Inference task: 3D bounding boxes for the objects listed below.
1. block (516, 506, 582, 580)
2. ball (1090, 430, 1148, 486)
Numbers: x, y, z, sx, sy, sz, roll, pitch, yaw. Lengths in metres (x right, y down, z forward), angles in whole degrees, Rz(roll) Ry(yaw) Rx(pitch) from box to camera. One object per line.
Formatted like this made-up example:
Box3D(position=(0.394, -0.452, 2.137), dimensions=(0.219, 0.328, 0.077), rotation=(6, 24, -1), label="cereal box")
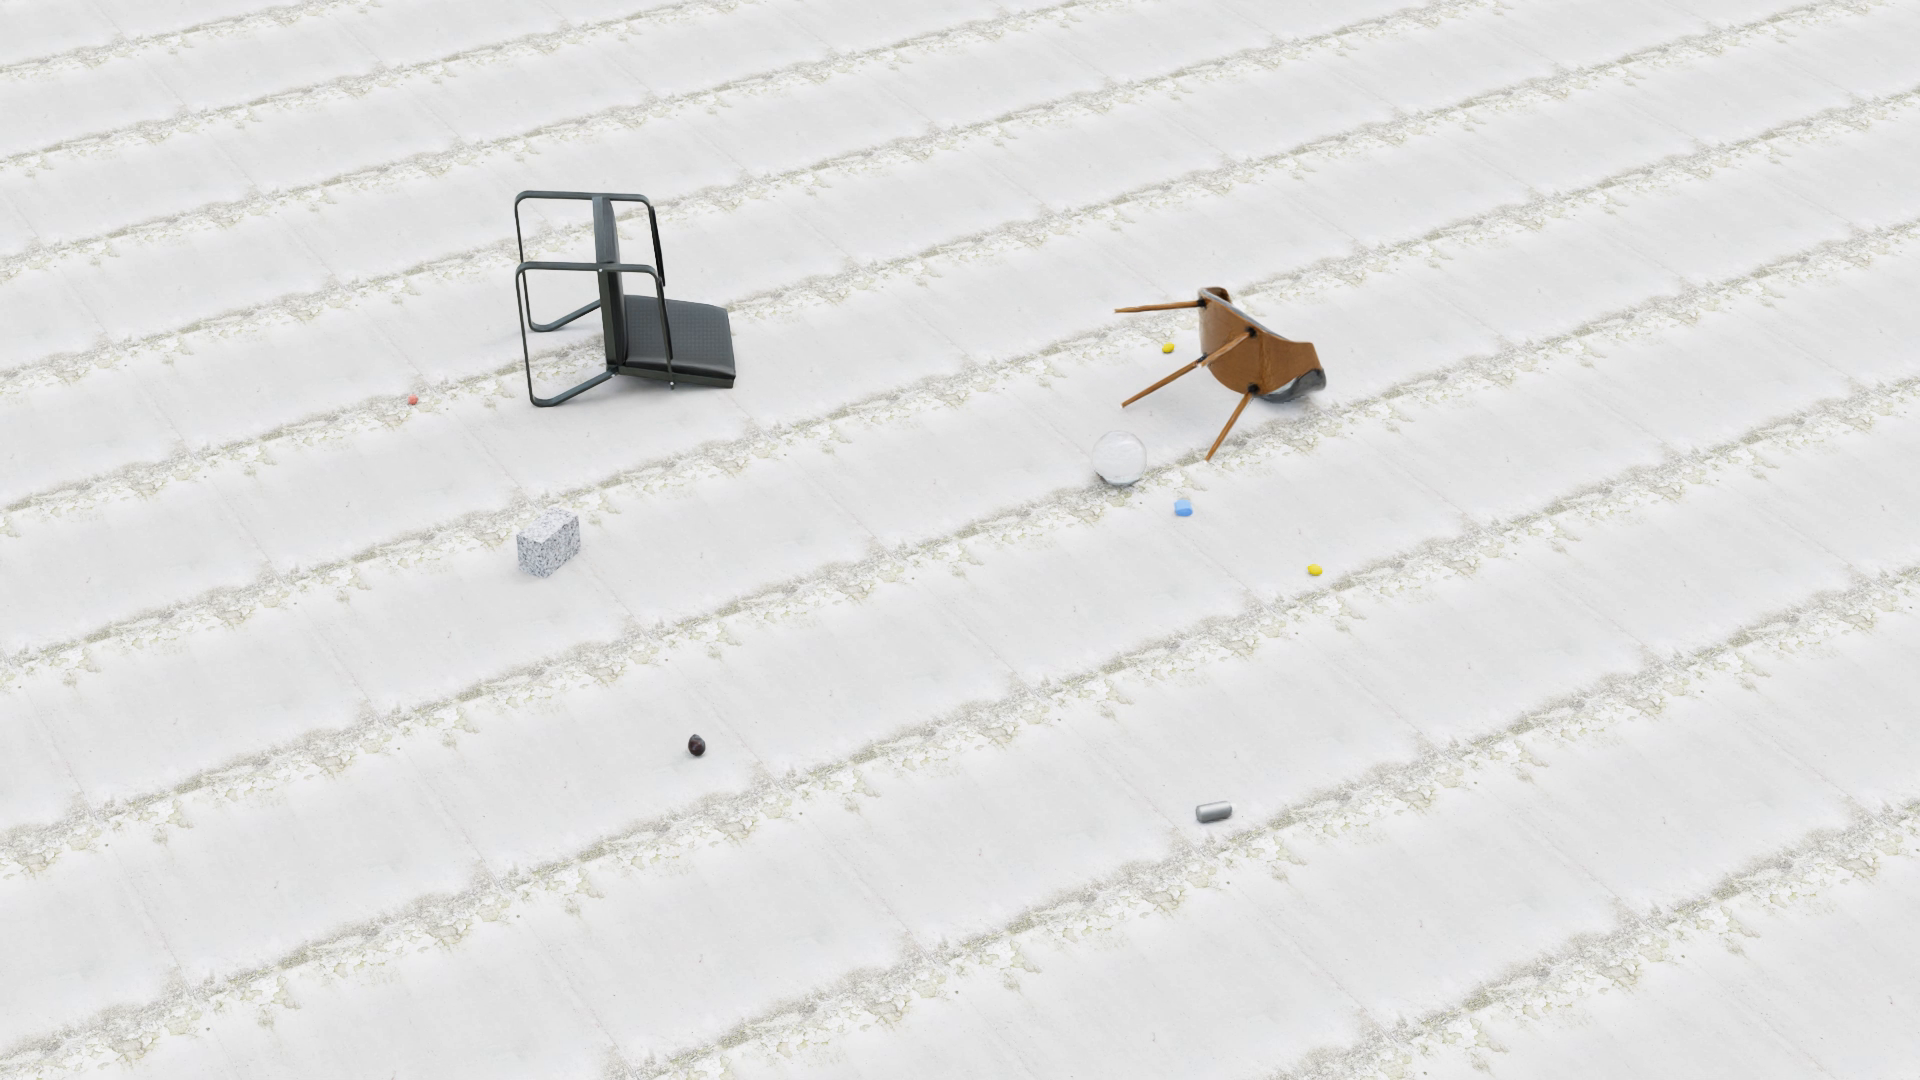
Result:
Box3D(position=(-1.513, 0.009, 10.787), dimensions=(0.117, 0.158, 0.221), rotation=(18, 37, 25), label="block")
Box3D(position=(0.609, -0.313, 11.222), dimensions=(0.217, 0.217, 0.217), rotation=(0, 33, 0), label="ball")
